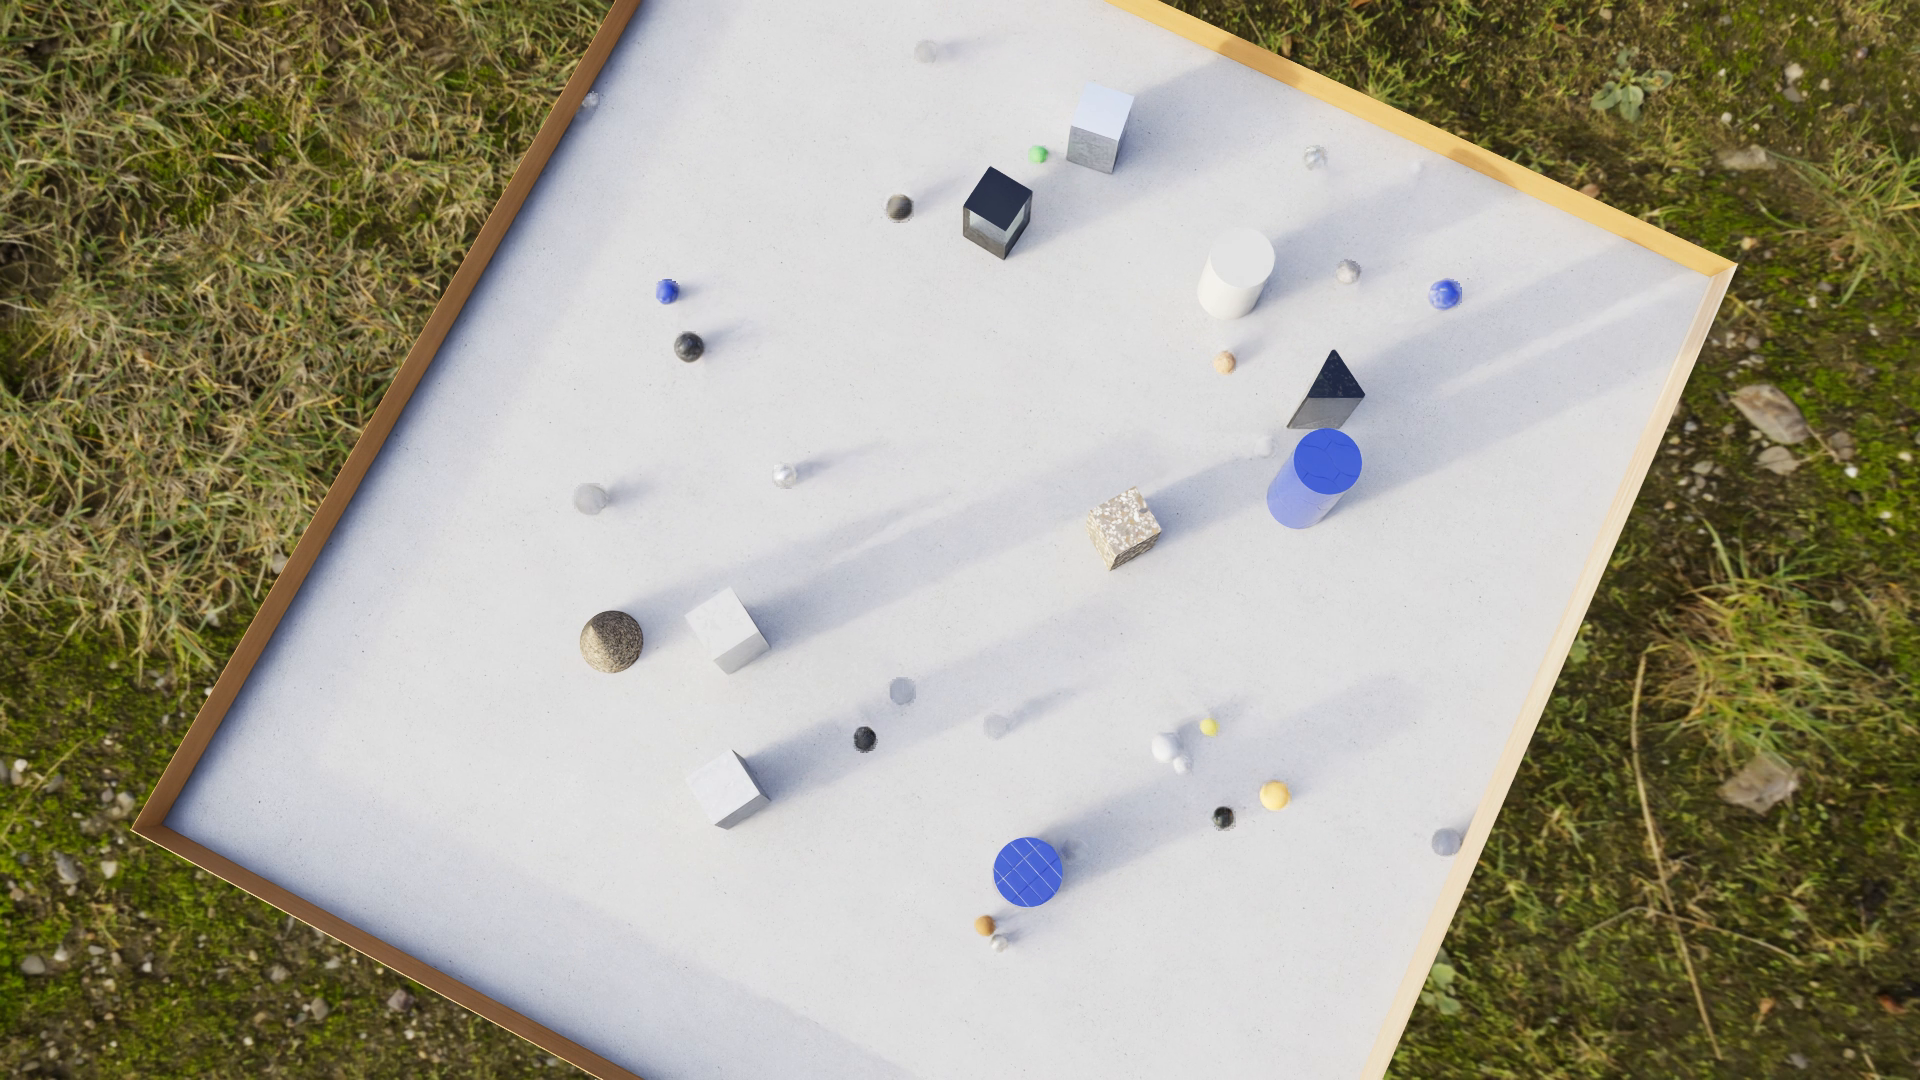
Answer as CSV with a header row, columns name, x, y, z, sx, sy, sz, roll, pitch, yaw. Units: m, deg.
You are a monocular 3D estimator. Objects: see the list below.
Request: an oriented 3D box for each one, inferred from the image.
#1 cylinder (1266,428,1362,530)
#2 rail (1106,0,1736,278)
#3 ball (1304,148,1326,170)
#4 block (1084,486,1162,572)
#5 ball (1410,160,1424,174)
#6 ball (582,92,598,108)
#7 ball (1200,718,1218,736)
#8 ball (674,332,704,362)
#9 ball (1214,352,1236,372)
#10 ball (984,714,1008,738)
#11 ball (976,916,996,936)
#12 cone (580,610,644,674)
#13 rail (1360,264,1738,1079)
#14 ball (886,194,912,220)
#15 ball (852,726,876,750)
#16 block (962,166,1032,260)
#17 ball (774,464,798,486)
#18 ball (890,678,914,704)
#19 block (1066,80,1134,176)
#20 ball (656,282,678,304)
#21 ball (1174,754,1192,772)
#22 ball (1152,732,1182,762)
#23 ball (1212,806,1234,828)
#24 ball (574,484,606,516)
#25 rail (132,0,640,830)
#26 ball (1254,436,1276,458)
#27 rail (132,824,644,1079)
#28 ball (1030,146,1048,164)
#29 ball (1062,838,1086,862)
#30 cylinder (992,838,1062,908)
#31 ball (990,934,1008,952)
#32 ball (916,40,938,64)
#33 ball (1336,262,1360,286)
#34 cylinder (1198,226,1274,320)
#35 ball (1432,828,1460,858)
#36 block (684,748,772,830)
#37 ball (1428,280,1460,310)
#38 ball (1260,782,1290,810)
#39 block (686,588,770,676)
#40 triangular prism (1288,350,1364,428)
name,x,y,z,sx,sy,sz,roll,pitch,yaw
cylinder,1.040,-0.175,5.412,0.193,0.471,0.193,0,78,0
rail,0.817,-1.593,5.881,3.531,0.126,0.045,26,80,5
ball,1.129,-1.215,5.833,0.069,0.069,0.069,0,78,0
block,0.486,-0.031,5.494,0.155,0.253,0.155,-28,80,-6
ball,1.457,-1.189,5.840,0.045,0.045,0.045,0,78,0
ball,-1.190,-1.411,5.883,0.049,0.049,0.049,0,78,0
ball,0.743,0.558,5.475,0.050,0.050,0.050,0,78,0
ball,-0.842,-0.598,5.693,0.093,0.093,0.093,0,78,0
ball,0.821,-0.553,5.697,0.068,0.068,0.068,0,78,0
ball,0.109,0.556,5.465,0.071,0.071,0.071,0,78,0
ball,0.076,1.127,5.353,0.060,0.060,0.060,0,78,0
cone,-1.056,0.277,5.400,0.193,0.313,0.193,0,78,0
rail,1.558,0.769,5.392,0.045,0.126,3.700,26,80,5
ball,-0.192,-1.052,5.790,0.086,0.086,0.086,0,78,0
ball,-0.284,0.591,5.459,0.069,0.069,0.069,0,78,0
block,0.115,-1.013,5.697,0.155,0.252,0.155,32,80,6
ball,-0.536,-0.200,5.621,0.072,0.072,0.072,0,78,0
ball,-0.175,0.453,5.484,0.075,0.075,0.075,0,78,0
block,0.437,-1.288,5.746,0.155,0.268,0.155,19,79,4
ball,-0.918,-0.774,5.739,0.073,0.073,0.073,0,78,0
ball,0.662,0.665,5.452,0.053,0.053,0.053,0,78,0
ball,0.612,0.614,5.444,0.089,0.089,0.089,0,78,0
ball,0.778,0.820,5.414,0.065,0.065,0.065,0,78,0
ball,-1.128,-0.124,5.593,0.096,0.096,0.096,0,78,0
rail,-1.558,-0.756,5.708,0.045,0.126,3.700,26,80,5
ball,0.937,-0.286,5.641,0.068,0.068,0.068,0,78,0
rail,-0.817,1.606,5.219,3.531,0.126,0.045,26,80,5
ball,0.251,-1.230,5.843,0.055,0.055,0.055,0,78,0
ball,0.337,0.913,5.390,0.073,0.073,0.073,0,78,0
cylinder,0.190,0.958,5.264,0.193,0.302,0.193,0,78,0
ball,0.116,1.176,5.346,0.054,0.054,0.054,0,78,0
ball,-0.106,-1.572,5.906,0.071,0.071,0.071,0,78,0
ball,1.217,-0.837,5.752,0.074,0.074,0.074,0,78,0
cylinder,0.845,-0.815,5.631,0.193,0.302,0.193,0,78,0
ball,1.429,0.891,5.389,0.084,0.084,0.084,0,78,0
block,-0.669,0.725,5.309,0.155,0.309,0.155,-33,80,-7
ball,1.512,-0.766,5.726,0.097,0.097,0.097,0,78,0
ball,0.931,0.756,5.416,0.086,0.086,0.086,0,78,0
block,-0.679,0.271,5.388,0.155,0.337,0.155,-33,80,-6
triangular prism,1.097,-0.454,5.533,0.167,0.349,0.145,0,78,0
